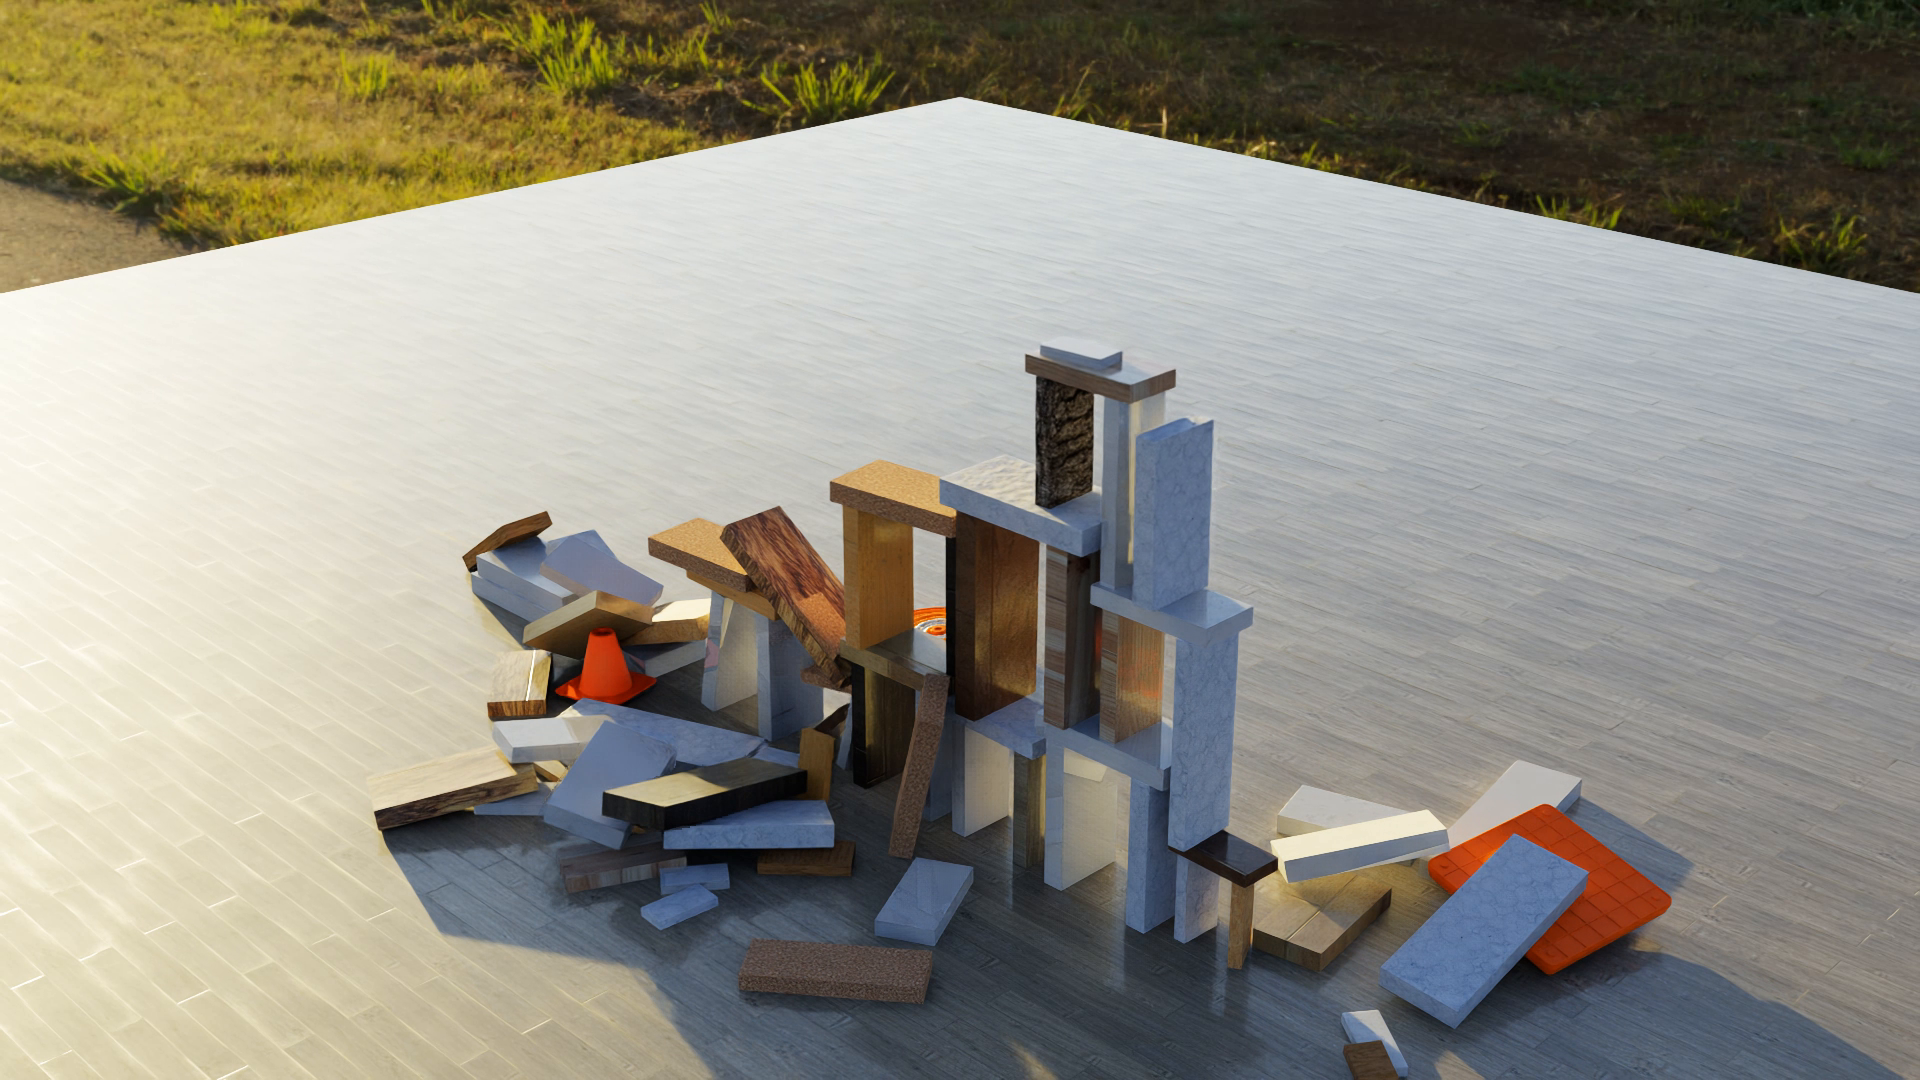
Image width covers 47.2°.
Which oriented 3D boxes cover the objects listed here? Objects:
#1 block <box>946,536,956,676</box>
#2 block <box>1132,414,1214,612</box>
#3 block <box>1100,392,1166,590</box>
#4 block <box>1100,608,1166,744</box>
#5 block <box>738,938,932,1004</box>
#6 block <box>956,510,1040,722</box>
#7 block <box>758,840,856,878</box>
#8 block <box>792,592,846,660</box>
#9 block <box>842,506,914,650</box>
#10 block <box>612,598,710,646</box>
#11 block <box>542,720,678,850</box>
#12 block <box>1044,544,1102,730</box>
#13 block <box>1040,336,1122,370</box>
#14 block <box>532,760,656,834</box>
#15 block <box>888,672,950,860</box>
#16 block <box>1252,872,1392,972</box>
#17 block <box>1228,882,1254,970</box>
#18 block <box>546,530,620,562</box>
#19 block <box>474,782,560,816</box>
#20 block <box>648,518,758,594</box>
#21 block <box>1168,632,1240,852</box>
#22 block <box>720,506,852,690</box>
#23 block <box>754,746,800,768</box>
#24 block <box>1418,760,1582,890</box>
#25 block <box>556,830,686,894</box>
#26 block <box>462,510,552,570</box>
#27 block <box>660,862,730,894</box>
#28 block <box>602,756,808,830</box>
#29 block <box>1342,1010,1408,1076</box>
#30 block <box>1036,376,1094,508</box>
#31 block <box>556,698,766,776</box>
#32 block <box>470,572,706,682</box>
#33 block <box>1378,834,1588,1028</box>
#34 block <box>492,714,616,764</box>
[{"bbox_3d":[0.026,0.101,4.303,0.043,0.304,0.152,11,25,25],"label":"block"},{"bbox_3d":[0.368,-0.047,3.802,0.044,0.311,0.156,20,30,40],"label":"block"},{"bbox_3d":[0.303,-0.095,3.864,0.121,0.352,0.034,-21,30,-40],"label":"block"},{"bbox_3d":[0.313,0.226,3.985,0.131,0.261,0.037,-21,31,-40],"label":"block"},{"bbox_3d":[-0.220,0.766,3.914,0.329,0.033,0.116,3,23,7],"label":"block"},{"bbox_3d":[0.072,0.121,4.200,0.050,0.425,0.178,21,31,39],"label":"block"},{"bbox_3d":[-0.297,0.617,4.273,0.181,0.026,0.090,1,23,3],"label":"block"},{"bbox_3d":[-0.273,0.177,4.520,0.072,0.021,0.145,-23,65,-41],"label":"block"},{"bbox_3d":[-0.163,0.055,4.410,0.043,0.304,0.152,21,31,40],"label":"block"},{"bbox_3d":[-0.624,0.183,4.978,0.178,0.050,0.356,-22,10,-41],"label":"block"},{"bbox_3d":[-0.696,0.486,4.395,0.162,0.046,0.323,20,28,3],"label":"block"},{"bbox_3d":[0.235,0.154,4.035,0.050,0.356,0.178,21,31,40],"label":"block"},{"bbox_3d":[0.212,-0.328,3.851,0.131,0.019,0.066,18,29,36],"label":"block"},{"bbox_3d":[-0.738,0.521,4.511,0.065,0.018,0.428,-21,31,-40],"label":"block"},{"bbox_3d":[-0.080,0.440,4.276,0.046,0.328,0.164,12,31,-2],"label":"block"},{"bbox_3d":[0.672,0.697,4.069,0.139,0.039,0.277,16,28,34],"label":"block"},{"bbox_3d":[0.506,0.669,3.953,0.026,0.181,0.090,7,24,17],"label":"block"},{"bbox_3d":[-0.865,0.086,5.244,0.130,0.037,0.260,-17,52,-38],"label":"block"},{"bbox_3d":[-0.891,0.527,4.485,0.181,0.026,0.090,1,23,2],"label":"block"},{"bbox_3d":[-0.516,0.031,4.751,0.300,0.042,0.150,19,30,36],"label":"block"},{"bbox_3d":[0.431,0.345,3.895,0.037,0.409,0.131,20,30,40],"label":"block"},{"bbox_3d":[-0.318,0.117,4.597,0.150,0.042,0.429,-22,64,-40],"label":"block"},{"bbox_3d":[-0.365,0.475,4.587,0.145,0.021,0.072,11,43,23],"label":"block"},{"bbox_3d":[1.079,0.568,4.371,0.139,0.039,0.484,16,28,32],"label":"block"},{"bbox_3d":[-0.656,0.620,4.258,0.232,0.033,0.116,-8,24,-18],"label":"block"},{"bbox_3d":[-1.138,0.002,5.523,0.130,0.037,0.260,-22,-4,-39],"label":"block"},{"bbox_3d":[-0.508,0.648,4.210,0.130,0.018,0.065,-4,23,-9],"label":"block"},{"bbox_3d":[-0.499,0.498,4.347,0.164,0.046,0.417,8,9,35],"label":"block"},{"bbox_3d":[0.701,0.854,3.725,0.066,0.019,0.162,-3,23,-7],"label":"block"},{"bbox_3d":[0.188,-0.189,3.945,0.034,0.243,0.122,19,30,39],"label":"block"},{"bbox_3d":[-0.652,0.433,4.683,0.460,0.046,0.162,10,25,23],"label":"block"},{"bbox_3d":[-0.900,0.177,5.278,0.699,0.050,0.178,21,31,41],"label":"block"},{"bbox_3d":[0.941,0.693,3.937,0.156,0.044,0.441,28,46,34],"label":"block"},{"bbox_3d":[-0.828,0.412,4.569,0.254,0.036,0.127,-1,21,-31],"label":"block"}]
